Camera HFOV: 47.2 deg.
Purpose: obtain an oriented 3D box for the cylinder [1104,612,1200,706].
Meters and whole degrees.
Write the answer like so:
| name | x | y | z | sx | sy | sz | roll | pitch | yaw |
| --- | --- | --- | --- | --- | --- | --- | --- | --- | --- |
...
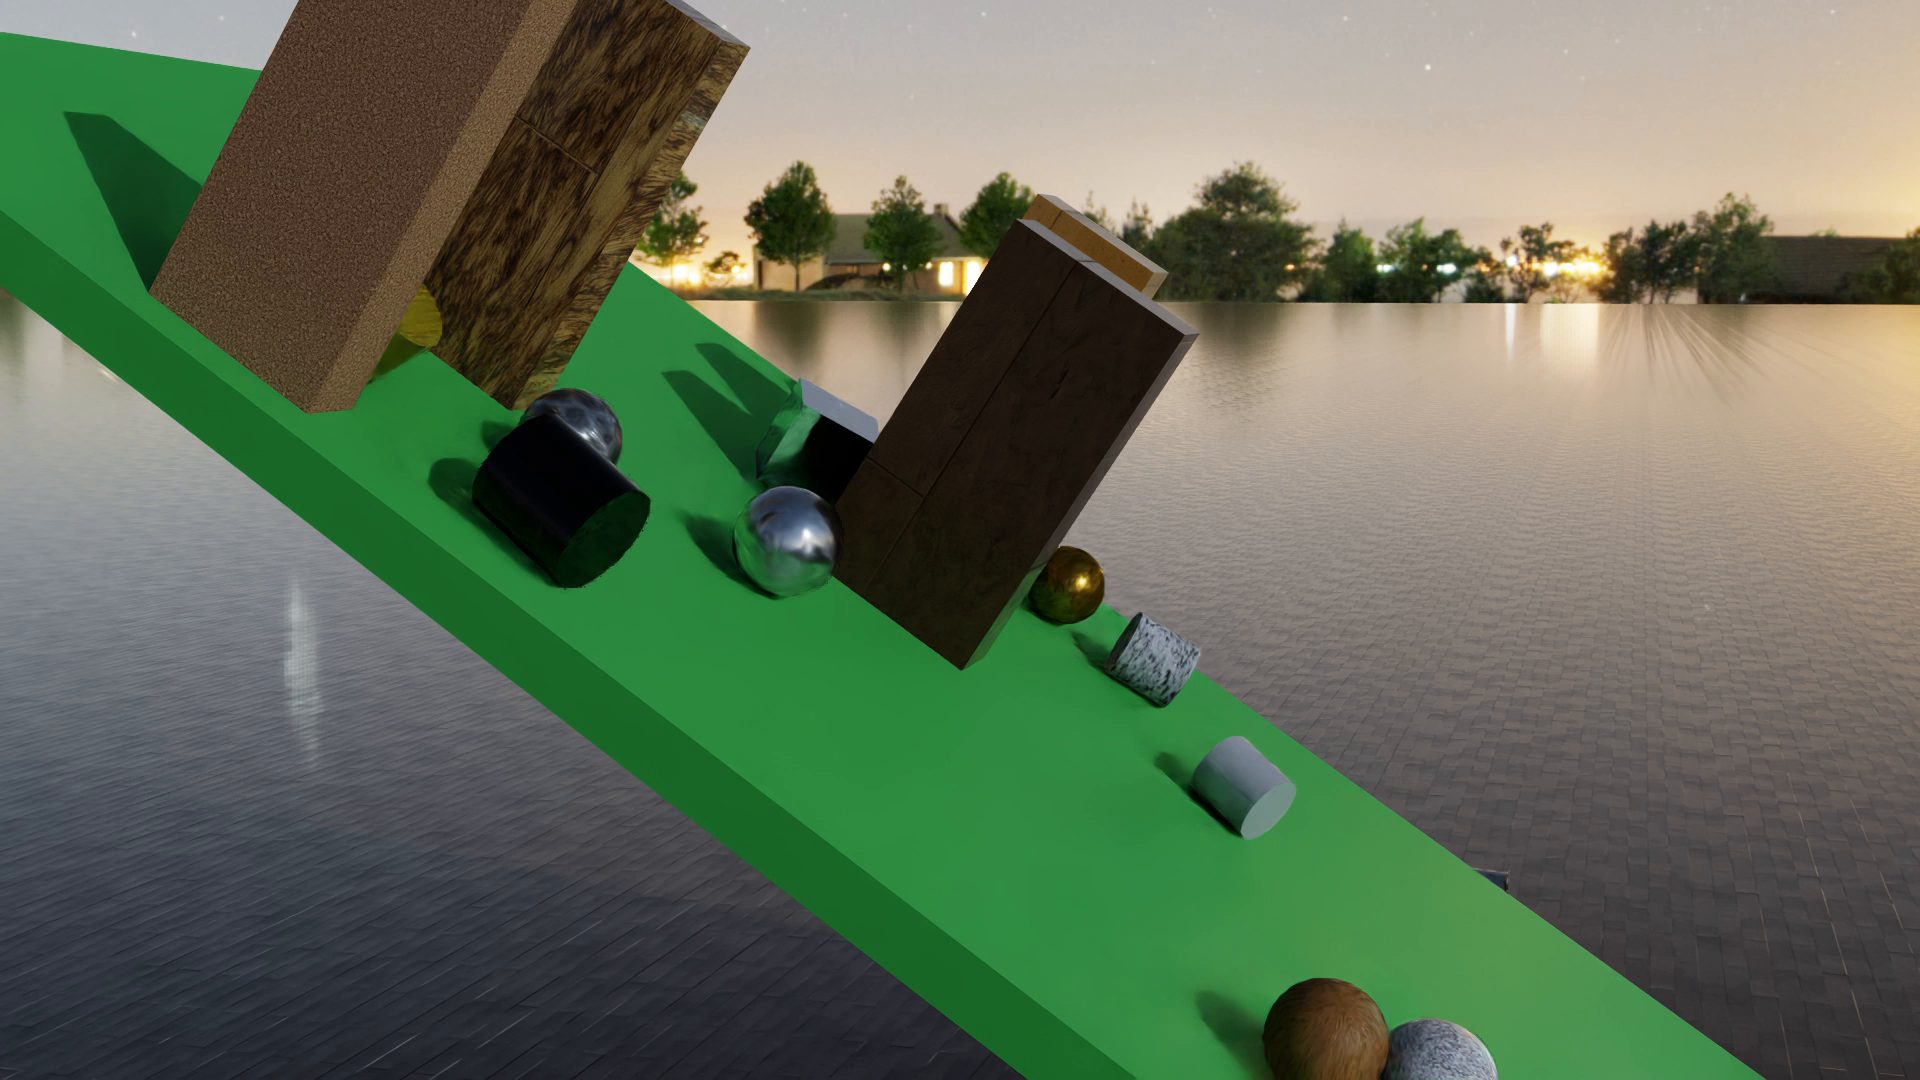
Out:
| name | x | y | z | sx | sy | sz | roll | pitch | yaw |
| --- | --- | --- | --- | --- | --- | --- | --- | --- | --- |
| cylinder | 0.398 | 0.248 | 4.549 | 0.143 | 0.143 | 0.143 | 32 | 5 | -4 |

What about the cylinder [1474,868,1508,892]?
| name | x | y | z | sx | sy | sz | roll | pitch | yaw |
| --- | --- | --- | --- | --- | --- | --- | --- | --- | --- |
| cylinder | 1.479 | 1.010 | 6.269 | 0.146 | 0.146 | 0.146 | 6 | 8 | 19 |

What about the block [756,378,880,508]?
| name | x | y | z | sx | sy | sz | roll | pitch | yaw |
| --- | --- | --- | --- | --- | --- | --- | --- | --- | --- |
| block | -0.286 | -0.183 | 4.425 | 0.182 | 0.182 | 0.182 | 29 | 16 | -16 |

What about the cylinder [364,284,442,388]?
| name | x | y | z | sx | sy | sz | roll | pitch | yaw |
| --- | --- | --- | --- | --- | --- | --- | --- | --- | --- |
| cylinder | -0.945 | -0.345 | 3.543 | 0.153 | 0.153 | 0.153 | -26 | -3 | 21 |

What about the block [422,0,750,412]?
| name | x | y | z | sx | sy | sz | roll | pitch | yaw |
| --- | --- | --- | --- | --- | --- | --- | --- | --- | --- |
| block | -0.717 | -0.640 | 3.873 | 0.348 | 0.754 | 0.121 | 36 | 15 | 10 |

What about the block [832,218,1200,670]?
| name | x | y | z | sx | sy | sz | roll | pitch | yaw |
| --- | --- | --- | --- | --- | --- | --- | --- | --- | --- |
| block | 0.072 | -0.174 | 4.046 | 0.370 | 0.742 | 0.140 | 36 | 15 | 10 |

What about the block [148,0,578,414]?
| name | x | y | z | sx | sy | sz | roll | pitch | yaw |
| --- | --- | --- | --- | --- | --- | --- | --- | --- | --- |
| block | -0.916 | -0.597 | 3.353 | 0.332 | 0.745 | 0.124 | 36 | 15 | 10 |

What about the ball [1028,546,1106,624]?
| name | x | y | z | sx | sy | sz | roll | pitch | yaw |
| --- | --- | --- | --- | --- | --- | --- | --- | --- | --- |
| ball | 0.223 | 0.095 | 4.626 | 0.164 | 0.164 | 0.164 | 0 | 7 | 0 |

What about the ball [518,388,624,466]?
| name | x | y | z | sx | sy | sz | roll | pitch | yaw |
| --- | --- | --- | --- | --- | --- | --- | --- | --- | --- |
| ball | -0.648 | -0.164 | 3.646 | 0.176 | 0.176 | 0.176 | 0 | 7 | 0 |

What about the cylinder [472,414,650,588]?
| name | x | y | z | sx | sy | sz | roll | pitch | yaw |
| --- | --- | --- | --- | --- | --- | --- | --- | --- | --- |
| cylinder | -0.608 | -0.059 | 3.355 | 0.190 | 0.190 | 0.190 | 41 | 22 | 17 |

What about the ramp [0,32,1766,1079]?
| name | x | y | z | sx | sy | sz | roll | pitch | yaw |
| --- | --- | --- | --- | --- | --- | --- | --- | --- | --- |
| ramp | -0.121 | 0.205 | 4.096 | 4.000 | 0.100 | 2.000 | 36 | 15 | 10 |

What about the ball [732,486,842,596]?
| name | x | y | z | sx | sy | sz | roll | pitch | yaw |
| --- | --- | --- | --- | --- | --- | --- | --- | --- | --- |
| ball | -0.299 | 0.002 | 3.807 | 0.192 | 0.192 | 0.192 | 0 | 7 | 0 |

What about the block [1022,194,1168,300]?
| name | x | y | z | sx | sy | sz | roll | pitch | yaw |
| --- | --- | --- | --- | --- | --- | --- | --- | --- | --- |
| block | 0.079 | -0.287 | 4.371 | 0.275 | 0.763 | 0.136 | 36 | 15 | 10 |

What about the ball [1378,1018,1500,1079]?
| name | x | y | z | sx | sy | sz | roll | pitch | yaw |
| --- | --- | --- | --- | --- | --- | --- | --- | --- | --- |
| ball | 0.709 | 0.818 | 3.302 | 0.197 | 0.197 | 0.197 | 0 | 7 | 0 |

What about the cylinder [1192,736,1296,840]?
| name | x | y | z | sx | sy | sz | roll | pitch | yaw |
| --- | --- | --- | --- | --- | --- | --- | --- | --- | --- |
| cylinder | 0.535 | 0.467 | 4.152 | 0.139 | 0.139 | 0.139 | -7 | 40 | -44 |

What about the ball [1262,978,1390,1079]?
| name | x | y | z | sx | sy | sz | roll | pitch | yaw |
| --- | --- | --- | --- | --- | --- | --- | --- | --- | --- |
| ball | 0.538 | 0.737 | 3.234 | 0.184 | 0.184 | 0.184 | 0 | 7 | 0 |
